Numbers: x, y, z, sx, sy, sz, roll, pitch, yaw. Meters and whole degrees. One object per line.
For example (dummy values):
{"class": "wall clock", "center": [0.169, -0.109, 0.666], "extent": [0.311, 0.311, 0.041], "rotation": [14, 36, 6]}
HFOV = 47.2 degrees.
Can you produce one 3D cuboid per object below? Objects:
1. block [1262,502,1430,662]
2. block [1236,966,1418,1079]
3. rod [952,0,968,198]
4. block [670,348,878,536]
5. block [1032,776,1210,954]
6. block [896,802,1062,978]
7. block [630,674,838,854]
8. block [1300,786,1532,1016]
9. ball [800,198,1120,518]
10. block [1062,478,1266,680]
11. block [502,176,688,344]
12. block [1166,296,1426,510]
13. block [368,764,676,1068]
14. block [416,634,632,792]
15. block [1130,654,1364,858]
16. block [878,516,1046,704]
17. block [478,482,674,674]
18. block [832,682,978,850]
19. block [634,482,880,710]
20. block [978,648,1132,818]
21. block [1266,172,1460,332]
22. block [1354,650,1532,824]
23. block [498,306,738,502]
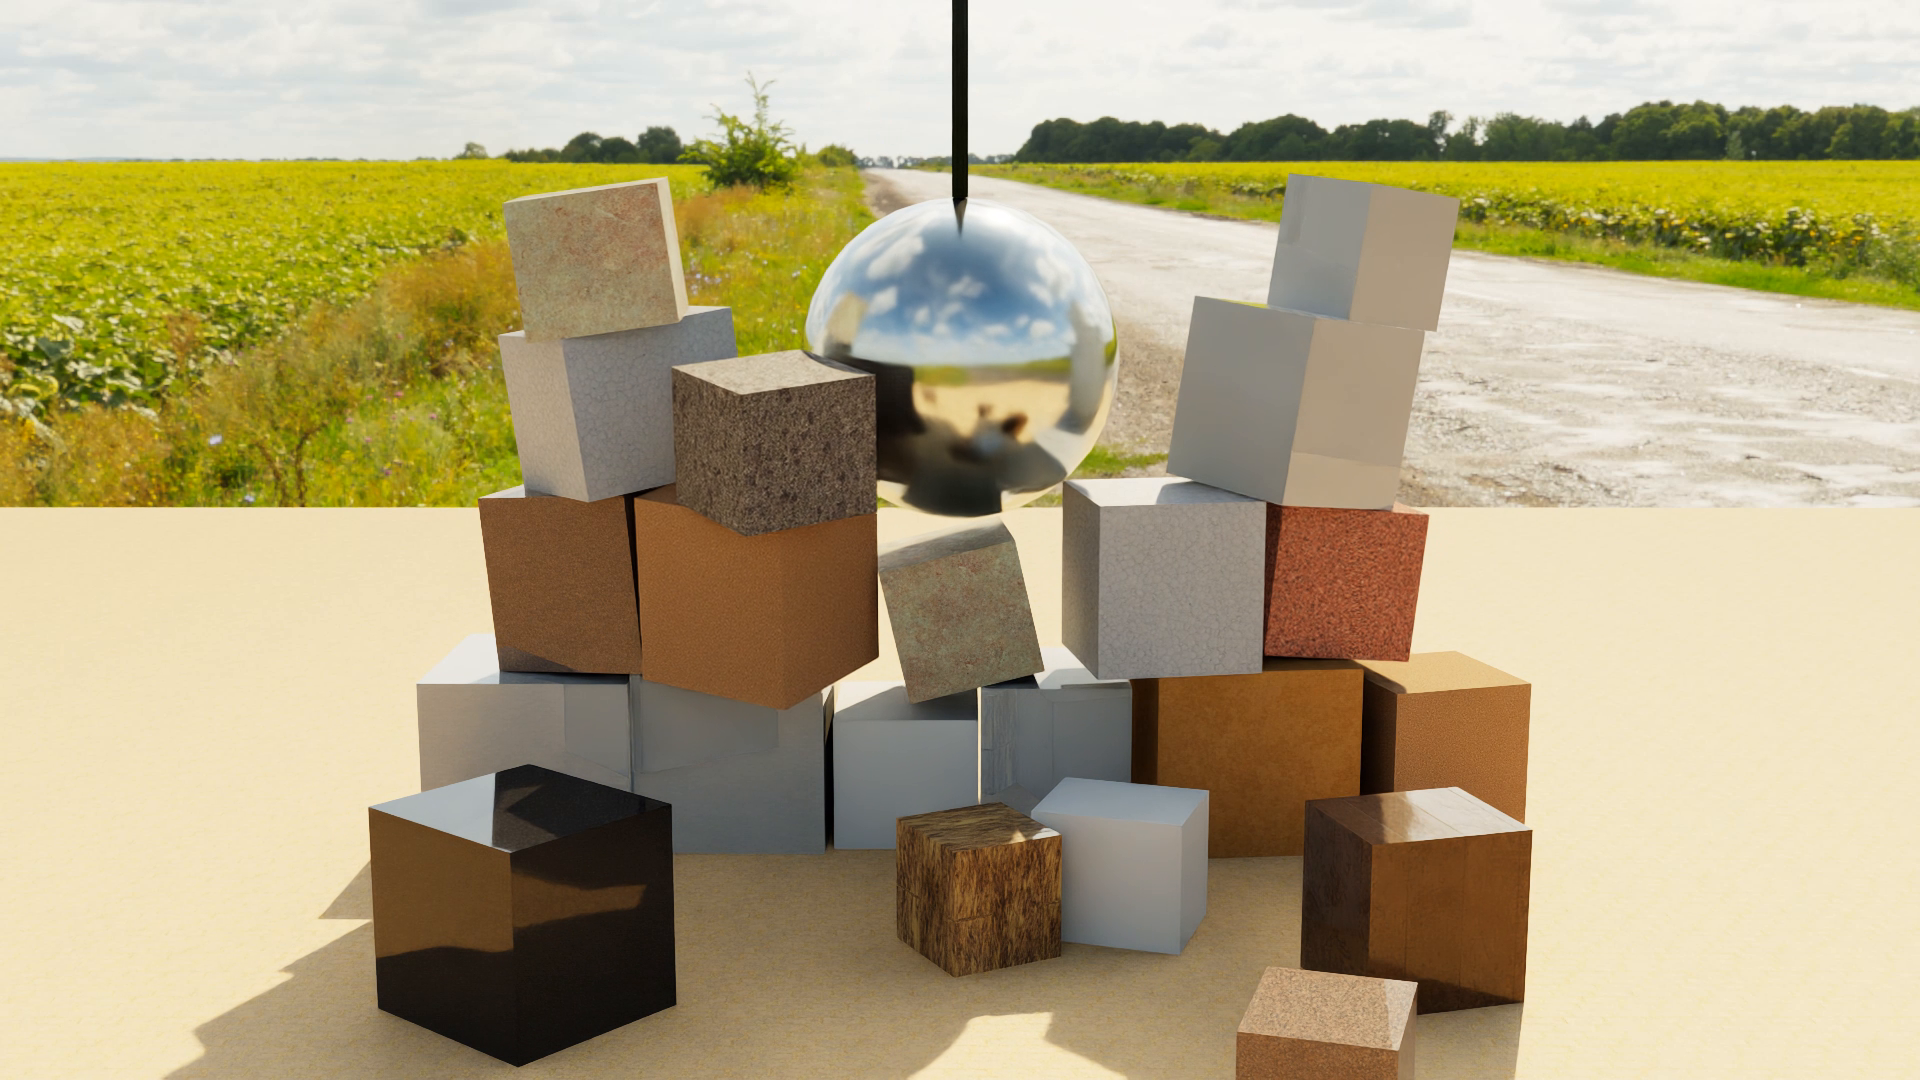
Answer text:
{"class": "block", "center": [1.830, 0.155, 11.235], "extent": [0.789, 0.755, 0.706], "rotation": [3, 10, -16]}
{"class": "block", "center": [1.261, 1.882, 7.549], "extent": [0.529, 0.595, 0.615], "rotation": [3, 11, 17]}
{"class": "rod", "center": [0.000, -4.252, 10.401], "extent": [0.080, 5.200, 0.080], "rotation": [0, 10, 0]}
{"class": "block", "center": [-0.858, -0.463, 10.153], "extent": [0.690, 0.650, 0.674], "rotation": [-11, 20, -32]}
{"class": "block", "center": [0.724, 1.457, 9.912], "extent": [0.680, 0.587, 0.554], "rotation": [3, 11, 18]}
{"class": "block", "center": [0.079, 1.522, 9.650], "extent": [0.524, 0.553, 0.549], "rotation": [-5, 12, -28]}
{"class": "block", "center": [-1.138, 1.022, 11.315], "extent": [0.954, 0.941, 0.881], "rotation": [0, 10, 2]}
{"class": "block", "center": [1.897, 1.507, 9.205], "extent": [0.717, 0.742, 0.627], "rotation": [-3, 11, -16]}
{"class": "ball", "center": [0.000, -0.905, 11.002], "extent": [1.600, 1.600, 1.600], "rotation": [0, 10, 0]}
{"class": "block", "center": [0.996, 0.172, 10.954], "extent": [0.819, 0.848, 0.816], "rotation": [-2, 10, -10]}
{"class": "block", "center": [-1.728, -1.351, 10.530], "extent": [0.717, 0.654, 0.681], "rotation": [-8, 12, -1]}
{"class": "block", "center": [1.665, -0.684, 10.962], "extent": [0.795, 0.901, 0.825], "rotation": [1, 11, -38]}
{"class": "block", "center": [-1.776, 1.493, 8.953], "extent": [0.905, 0.858, 0.816], "rotation": [9, 13, 40]}
{"class": "block", "center": [-2.136, 1.039, 11.387], "extent": [1.034, 0.881, 1.110], "rotation": [0, 10, 1]}
{"class": "block", "center": [1.428, 1.019, 11.312], "extent": [1.017, 0.947, 0.987], "rotation": [-1, 10, -5]}
{"class": "block", "center": [-0.021, 0.341, 11.230], "extent": [0.688, 0.679, 0.814], "rotation": [-14, 10, -2]}
{"class": "block", "center": [-1.783, 0.135, 11.170], "extent": [0.852, 0.880, 0.879], "rotation": [0, 11, 24]}
{"class": "block", "center": [-0.269, 1.151, 11.371], "extent": [0.723, 0.667, 0.803], "rotation": [0, 10, 0]}
{"class": "block", "center": [-0.972, 0.194, 10.682], "extent": [0.834, 0.916, 0.828], "rotation": [9, 20, 29]}
{"class": "block", "center": [0.476, 1.065, 11.372], "extent": [0.748, 0.836, 0.906], "rotation": [0, 10, 0]}
{"class": "block", "center": [1.989, -1.418, 10.856], "extent": [0.659, 0.661, 0.545], "rotation": [1, 12, -39]}
{"class": "block", "center": [2.405, 1.076, 11.383], "extent": [0.751, 0.811, 0.758], "rotation": [-3, 11, -17]}
{"class": "block", "center": [-1.654, -0.697, 10.888], "extent": [0.898, 0.781, 0.796], "rotation": [-15, 14, -31]}
